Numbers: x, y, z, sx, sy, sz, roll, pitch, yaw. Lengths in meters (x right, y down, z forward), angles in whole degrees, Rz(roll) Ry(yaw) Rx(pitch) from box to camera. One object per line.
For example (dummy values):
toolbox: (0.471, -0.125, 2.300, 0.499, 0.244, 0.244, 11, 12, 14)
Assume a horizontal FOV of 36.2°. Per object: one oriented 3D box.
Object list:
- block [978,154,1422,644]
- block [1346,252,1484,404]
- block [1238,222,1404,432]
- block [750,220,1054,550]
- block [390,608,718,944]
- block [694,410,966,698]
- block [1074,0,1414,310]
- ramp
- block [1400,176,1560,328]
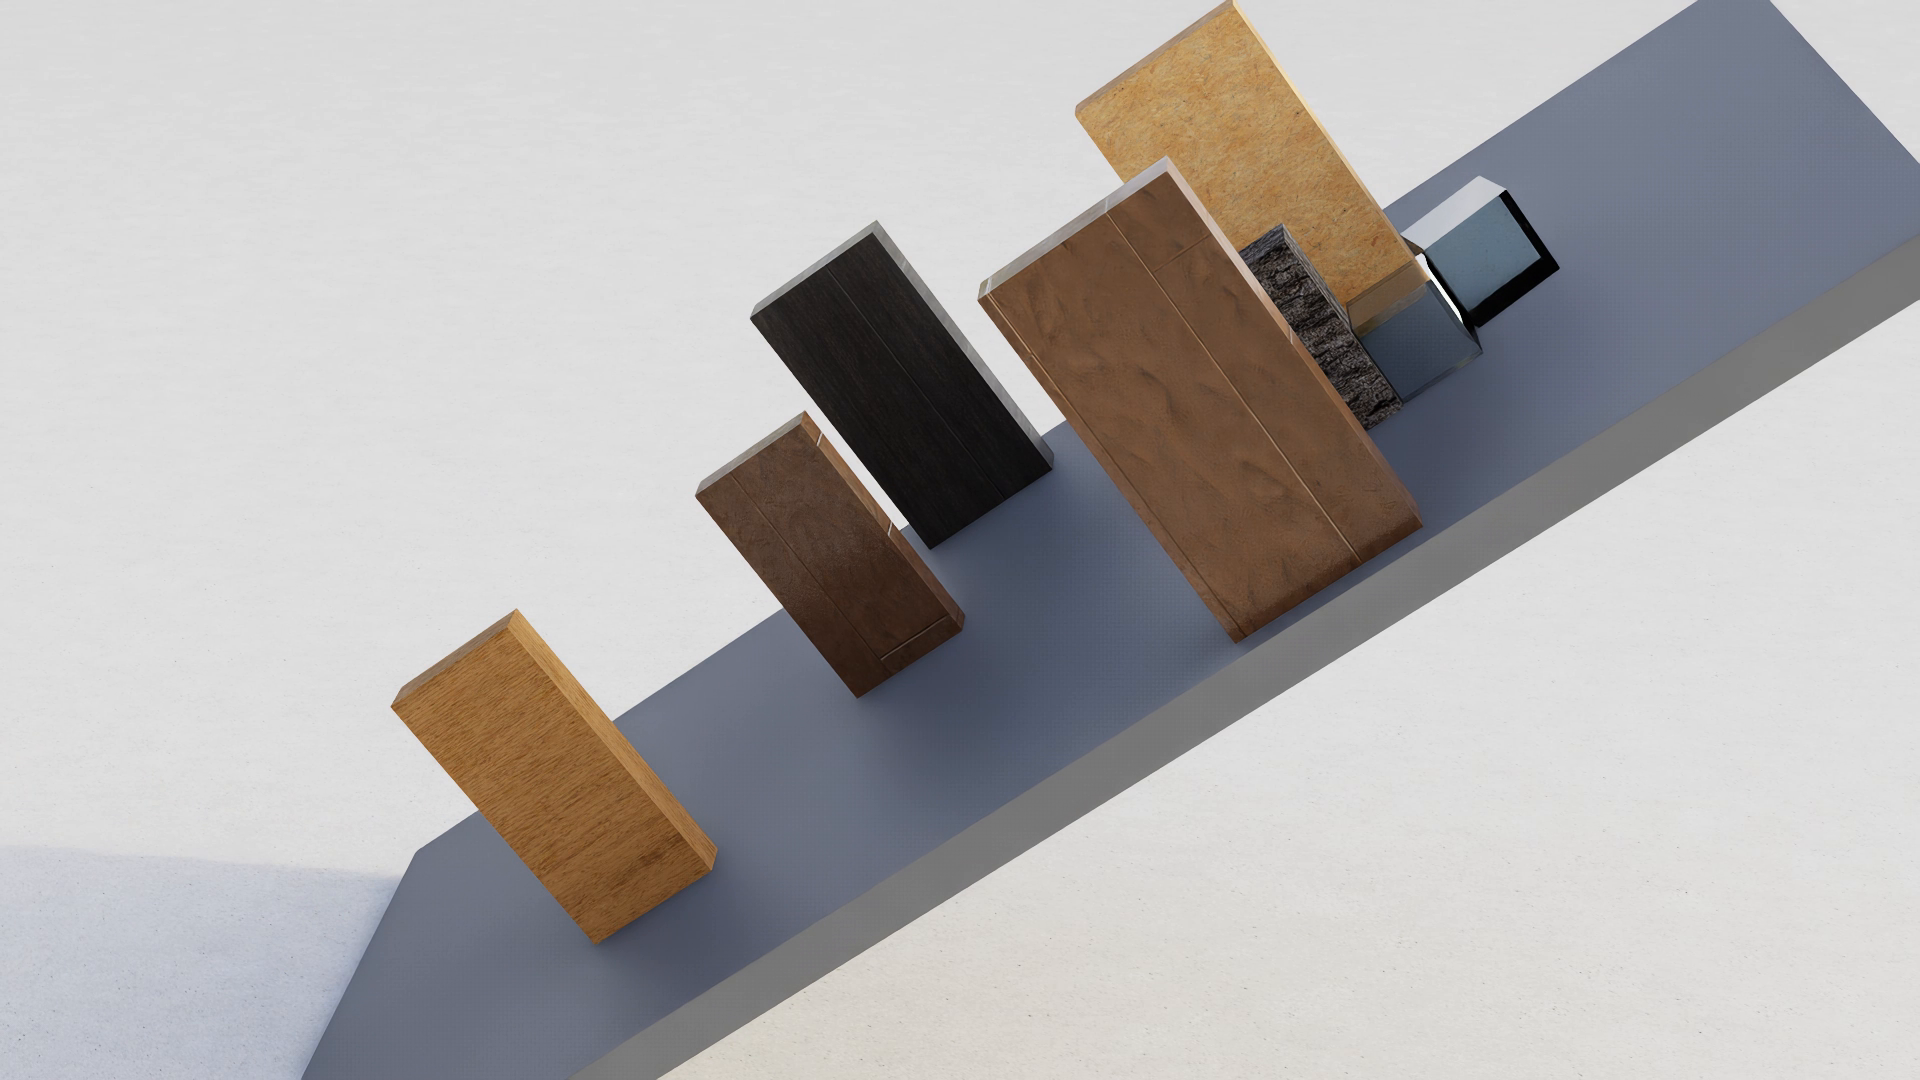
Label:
block: (0.426, -0.238, 5.176, 0.399, 0.788, 0.105, -33, 16, 16)
block: (0.892, -0.418, 5.790, 0.184, 0.184, 0.184, -33, 16, 15)
block: (0.640, -0.368, 5.782, 0.270, 0.412, 0.134, -33, 16, 16)
block: (-0.132, -0.360, 6.923, 0.360, 0.707, 0.106, -33, 16, 16)
block: (-0.837, 0.496, 6.104, 0.314, 0.672, 0.097, -33, 16, 16)
block: (-0.278, 0.035, 6.355, 0.287, 0.579, 0.087, -33, 16, 16)
block: (0.624, -0.756, 6.352, 0.408, 0.719, 0.093, -33, 16, 16)
ramp: (0.132, 0.176, 6.314, 4.000, 0.100, 2.000, -33, 16, 16)
block: (1.041, -0.580, 5.899, 0.197, 0.197, 0.197, -37, 15, 4)
